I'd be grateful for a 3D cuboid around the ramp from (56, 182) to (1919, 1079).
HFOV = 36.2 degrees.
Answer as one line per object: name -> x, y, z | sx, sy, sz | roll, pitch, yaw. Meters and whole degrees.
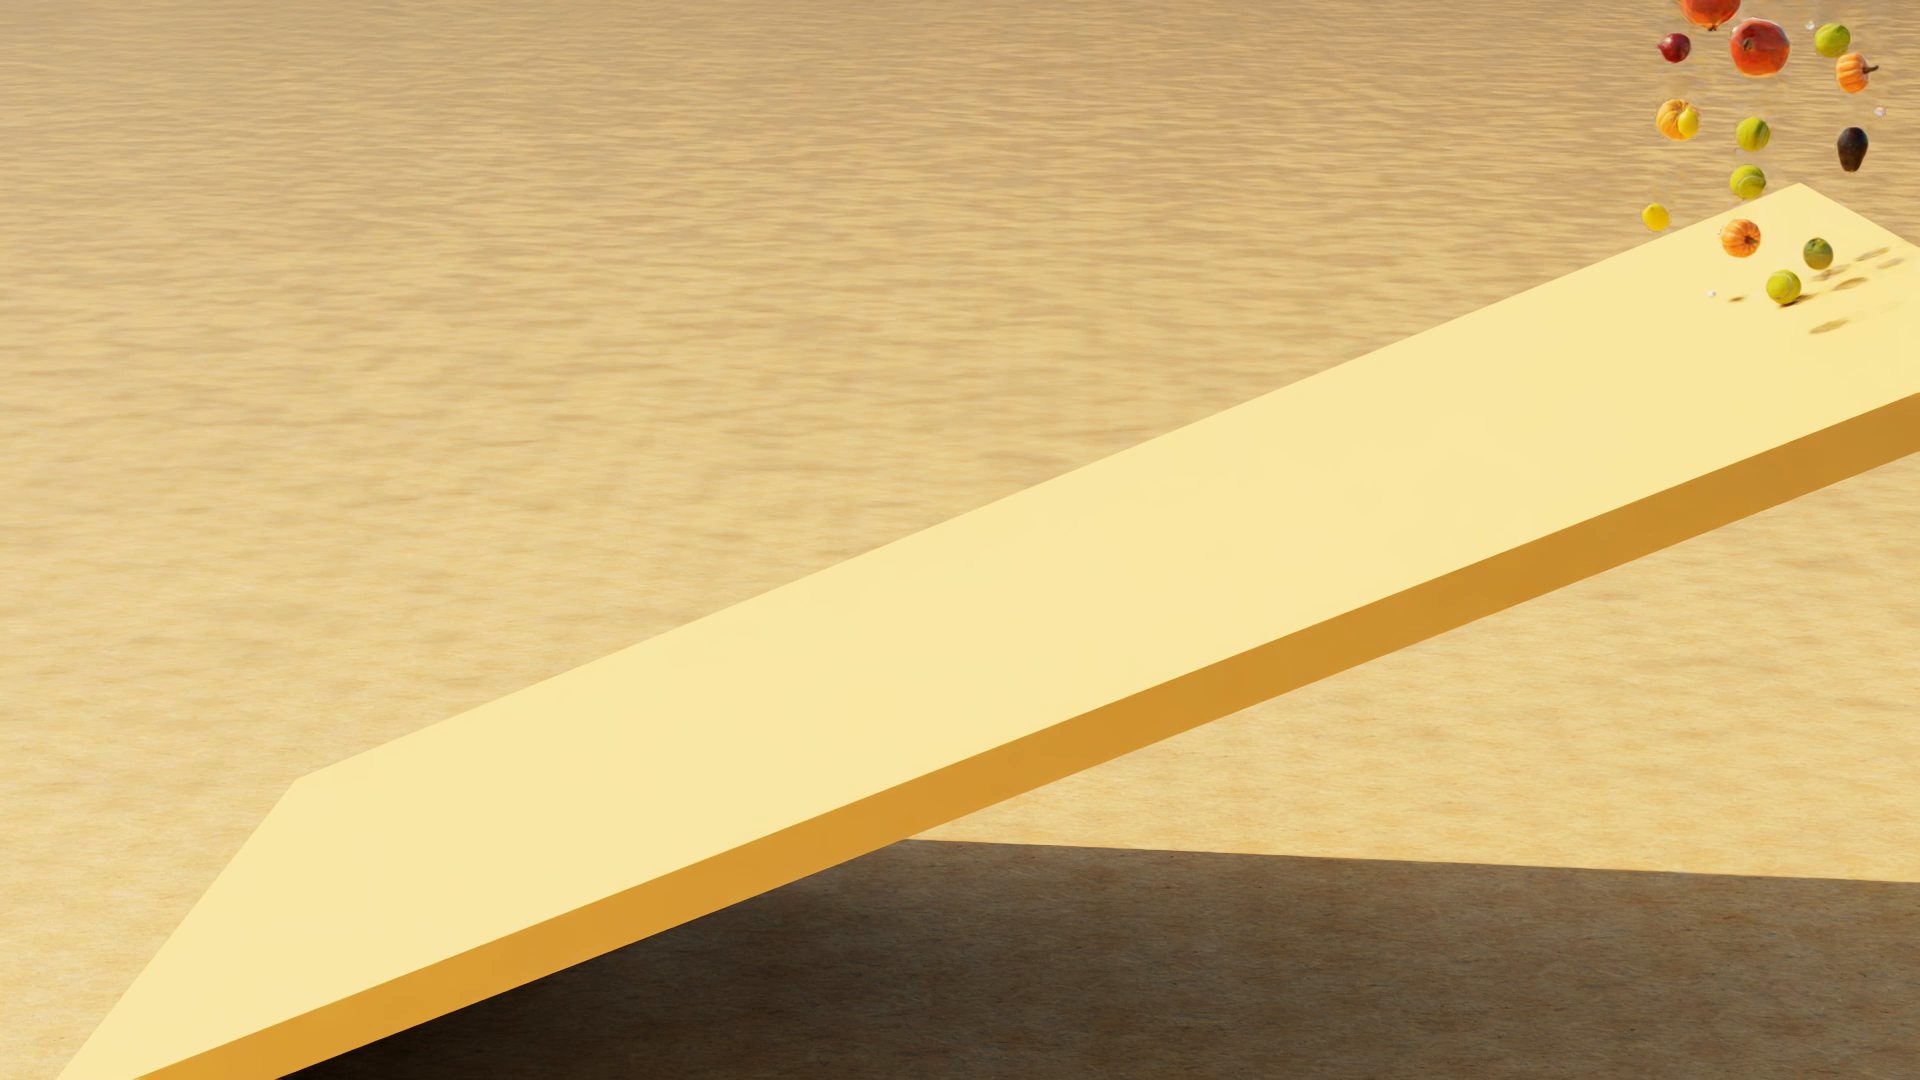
ramp -> 0.127, 0.172, 6.288 | 4.000, 0.100, 2.000 | -22, 12, 8
